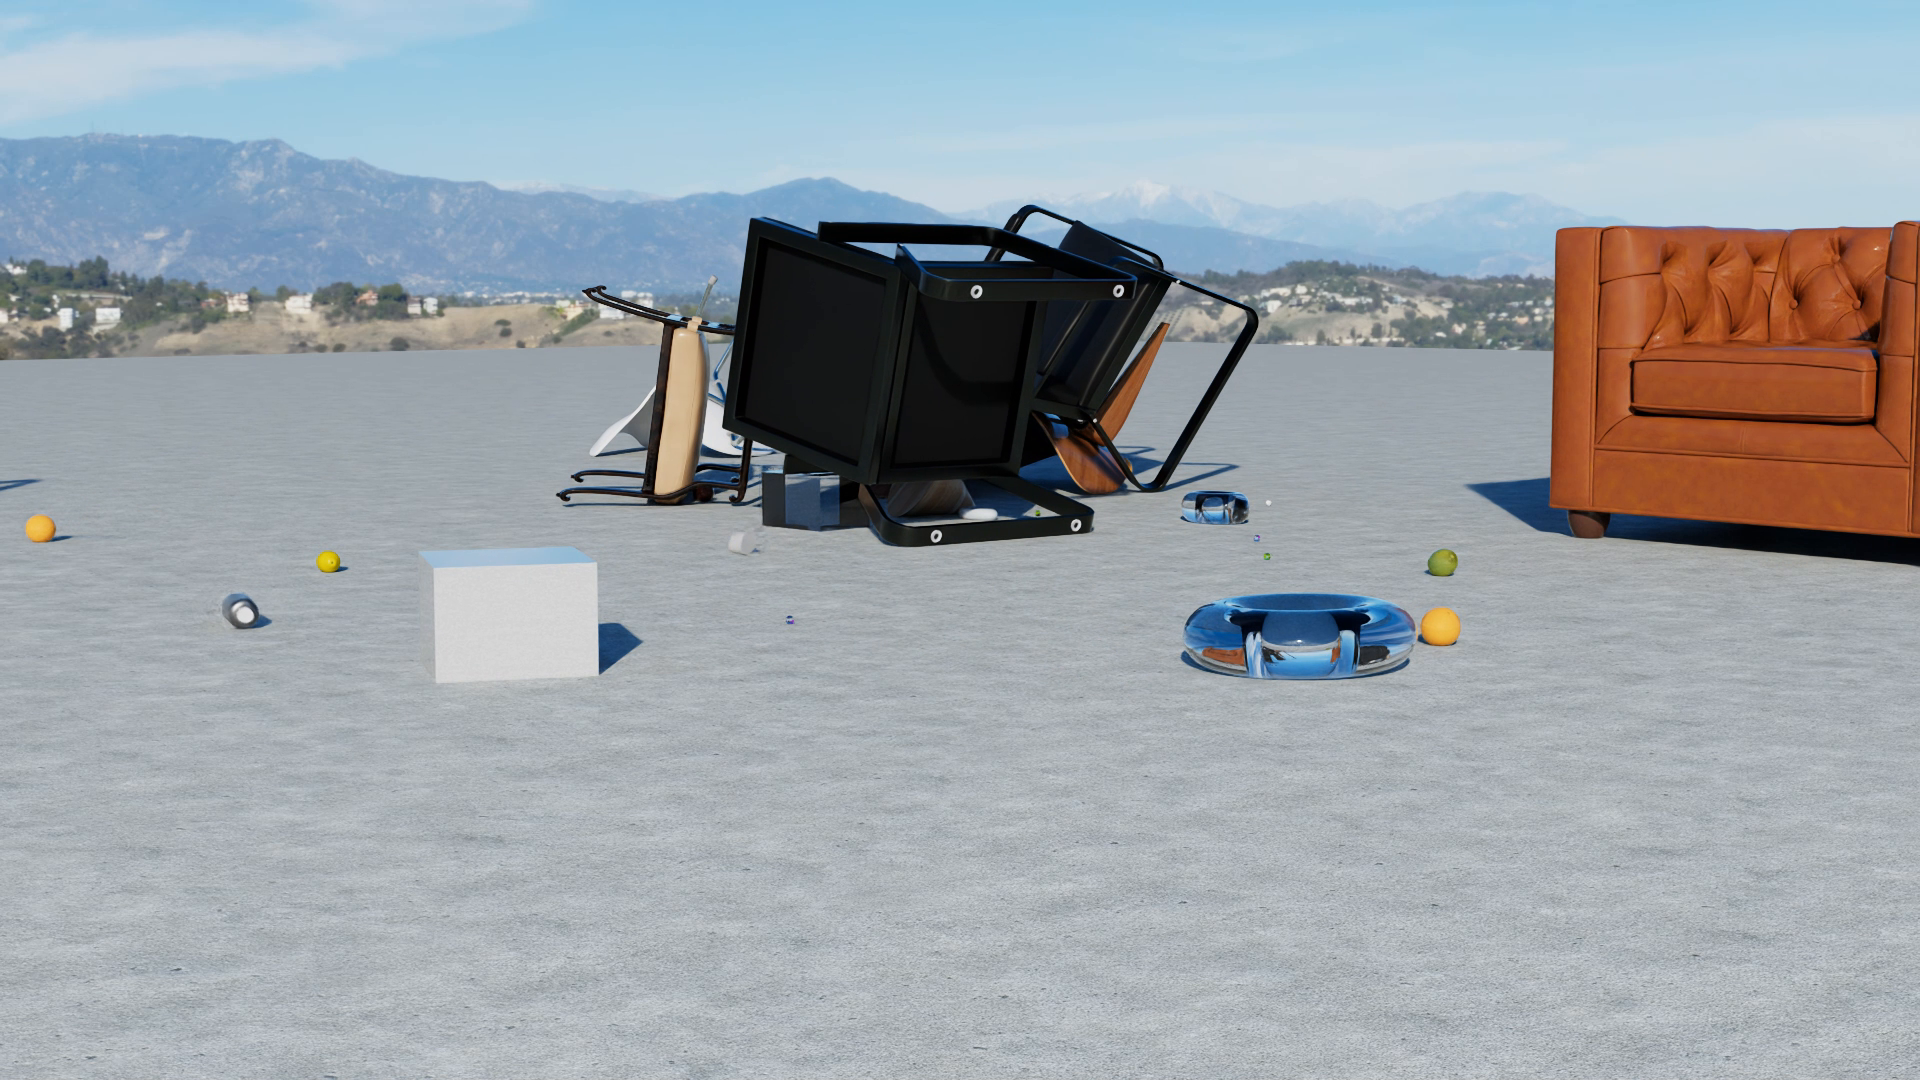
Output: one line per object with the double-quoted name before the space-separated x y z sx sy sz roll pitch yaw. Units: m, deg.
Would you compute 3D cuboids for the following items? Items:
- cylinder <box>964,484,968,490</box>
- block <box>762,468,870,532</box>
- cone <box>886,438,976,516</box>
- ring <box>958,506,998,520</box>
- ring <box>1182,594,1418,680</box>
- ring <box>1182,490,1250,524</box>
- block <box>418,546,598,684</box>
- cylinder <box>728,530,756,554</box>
"cylinder" -0.063 -0.136 7.323 0.116 0.083 0.136 21 18 36
"block" -0.380 -0.107 6.752 0.229 0.143 0.174 6 8 45
"cone" -0.035 -0.123 7.084 0.229 0.254 0.208 29 23 -28
"ring" 0.049 -0.072 6.954 0.125 0.032 0.073 6 7 39
"ring" 0.572 0.160 4.320 0.397 0.113 0.370 -2 6 -12
"ring" 0.684 -0.087 6.870 0.157 0.082 0.213 -3 5 -37
"block" -0.762 0.122 4.313 0.265 0.188 0.262 -2 6 -17
"cylinder" -0.516 0.006 6.083 0.037 0.051 0.060 4 48 35
